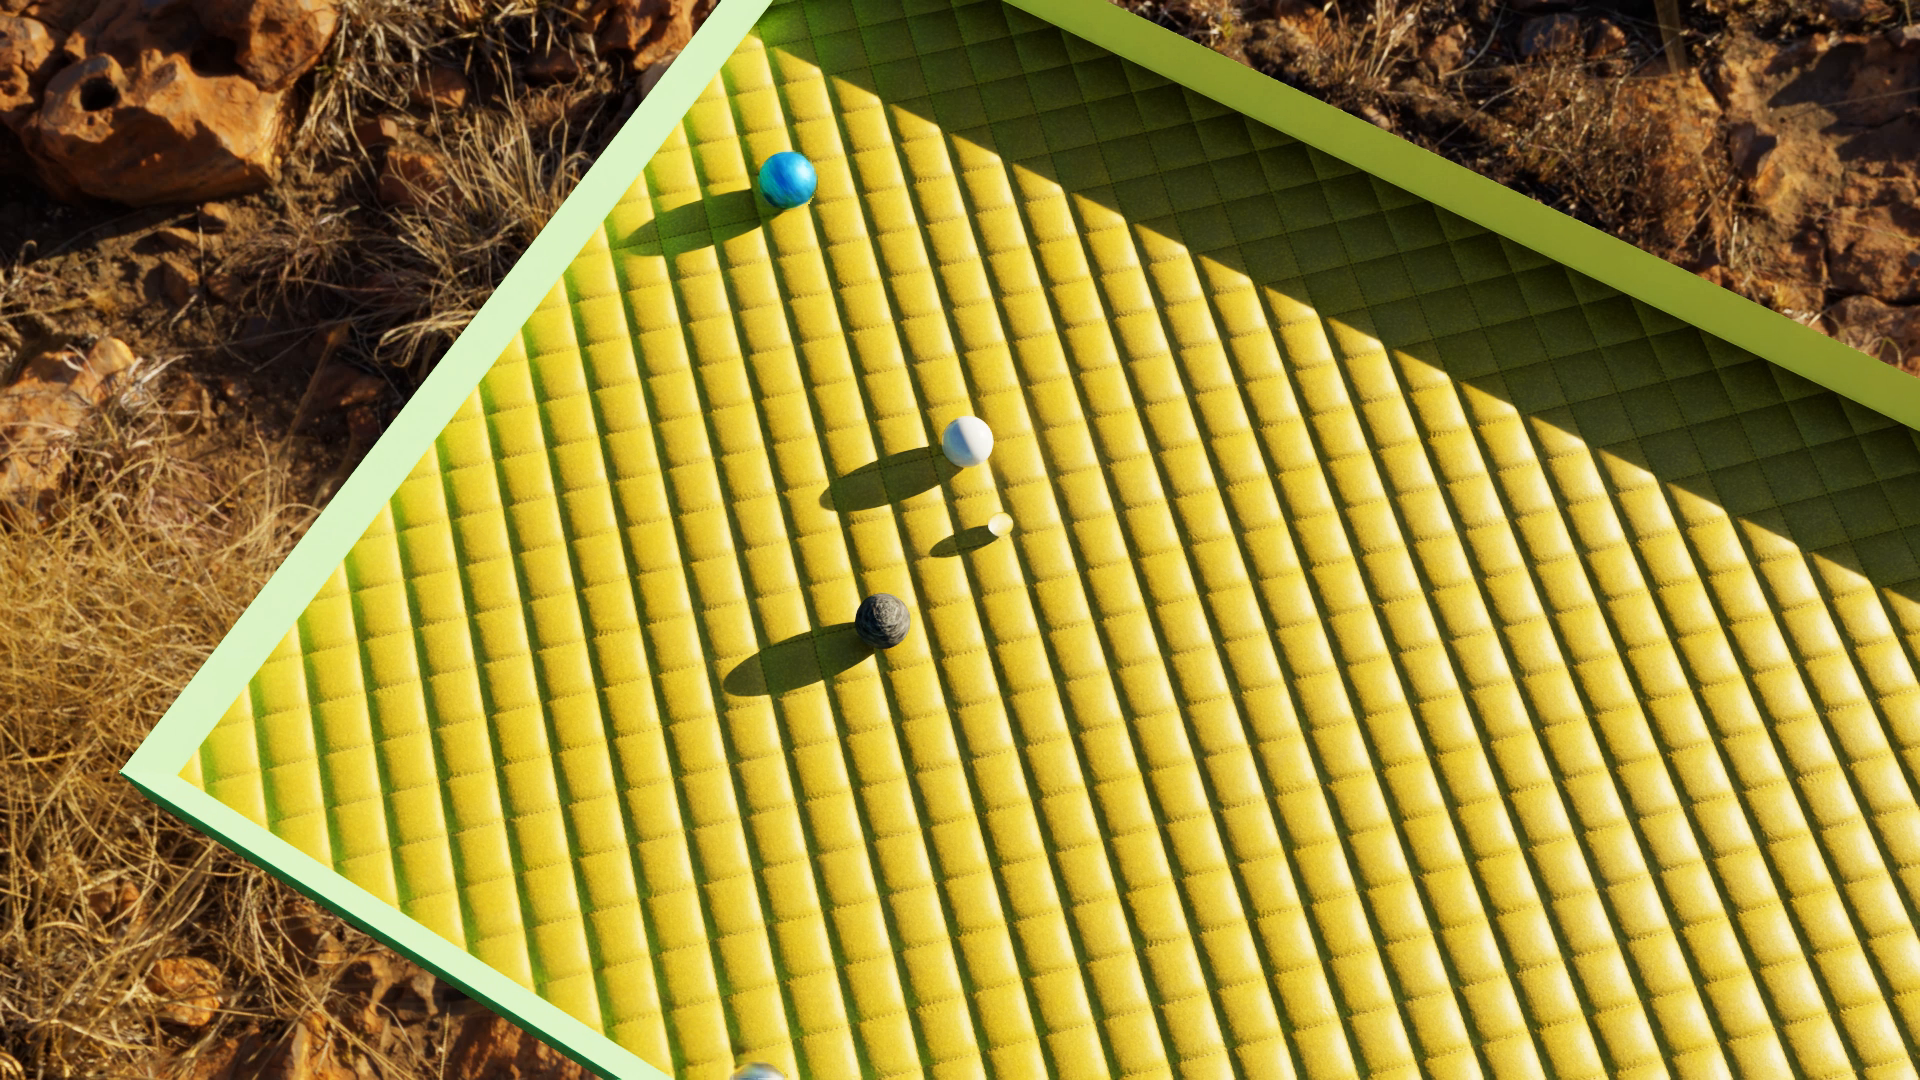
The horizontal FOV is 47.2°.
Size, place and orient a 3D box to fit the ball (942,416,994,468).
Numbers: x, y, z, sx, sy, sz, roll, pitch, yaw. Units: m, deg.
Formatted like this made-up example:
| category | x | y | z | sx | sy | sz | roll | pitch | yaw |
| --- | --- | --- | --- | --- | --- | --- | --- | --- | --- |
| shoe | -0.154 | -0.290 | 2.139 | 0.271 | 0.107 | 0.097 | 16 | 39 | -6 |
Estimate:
| category | x | y | z | sx | sy | sz | roll | pitch | yaw |
| --- | --- | --- | --- | --- | --- | --- | --- | --- | --- |
| ball | 0.012 | -0.162 | 3.621 | 0.086 | 0.086 | 0.086 | 0 | 65 | 0 |

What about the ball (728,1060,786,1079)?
| category | x | y | z | sx | sy | sz | roll | pitch | yaw |
| --- | --- | --- | --- | --- | --- | --- | --- | --- | --- |
| ball | -0.293 | 0.801 | 3.177 | 0.094 | 0.094 | 0.094 | 0 | 65 | 0 |

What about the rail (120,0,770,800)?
| category | x | y | z | sx | sy | sz | roll | pitch | yaw |
| --- | --- | --- | --- | --- | --- | --- | --- | --- | --- |
| rail | -0.734 | -0.401 | 3.706 | 0.045 | 0.128 | 2.003 | 28 | 68 | 12 |

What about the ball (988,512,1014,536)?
| category | x | y | z | sx | sy | sz | roll | pitch | yaw |
| --- | --- | --- | --- | --- | --- | --- | --- | --- | --- |
| ball | 0.066 | -0.026 | 3.583 | 0.041 | 0.041 | 0.041 | 0 | 65 | 0 |

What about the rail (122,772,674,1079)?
| category | x | y | z | sx | sy | sz | roll | pitch | yaw |
| --- | --- | --- | --- | --- | --- | --- | --- | --- | --- |
| rail | 0.261 | 1.159 | 2.993 | 3.498 | 0.128 | 0.045 | 28 | 68 | 12 |

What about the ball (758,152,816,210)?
| category | x | y | z | sx | sy | sz | roll | pitch | yaw |
| --- | --- | --- | --- | --- | --- | --- | --- | --- | --- |
| ball | -0.301 | -0.626 | 3.826 | 0.099 | 0.099 | 0.099 | 0 | 65 | 0 |

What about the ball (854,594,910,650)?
| category | x | y | z | sx | sy | sz | roll | pitch | yaw |
| --- | --- | --- | --- | --- | --- | --- | --- | --- | --- |
| ball | -0.122 | 0.129 | 3.486 | 0.089 | 0.089 | 0.089 | 0 | 65 | 0 |

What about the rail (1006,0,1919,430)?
| category | x | y | z | sx | sy | sz | roll | pitch | yaw |
| --- | --- | --- | --- | --- | --- | --- | --- | --- | --- |
| rail | 1.249 | -0.377 | 3.695 | 3.498 | 0.128 | 0.045 | 28 | 68 | 12 |
